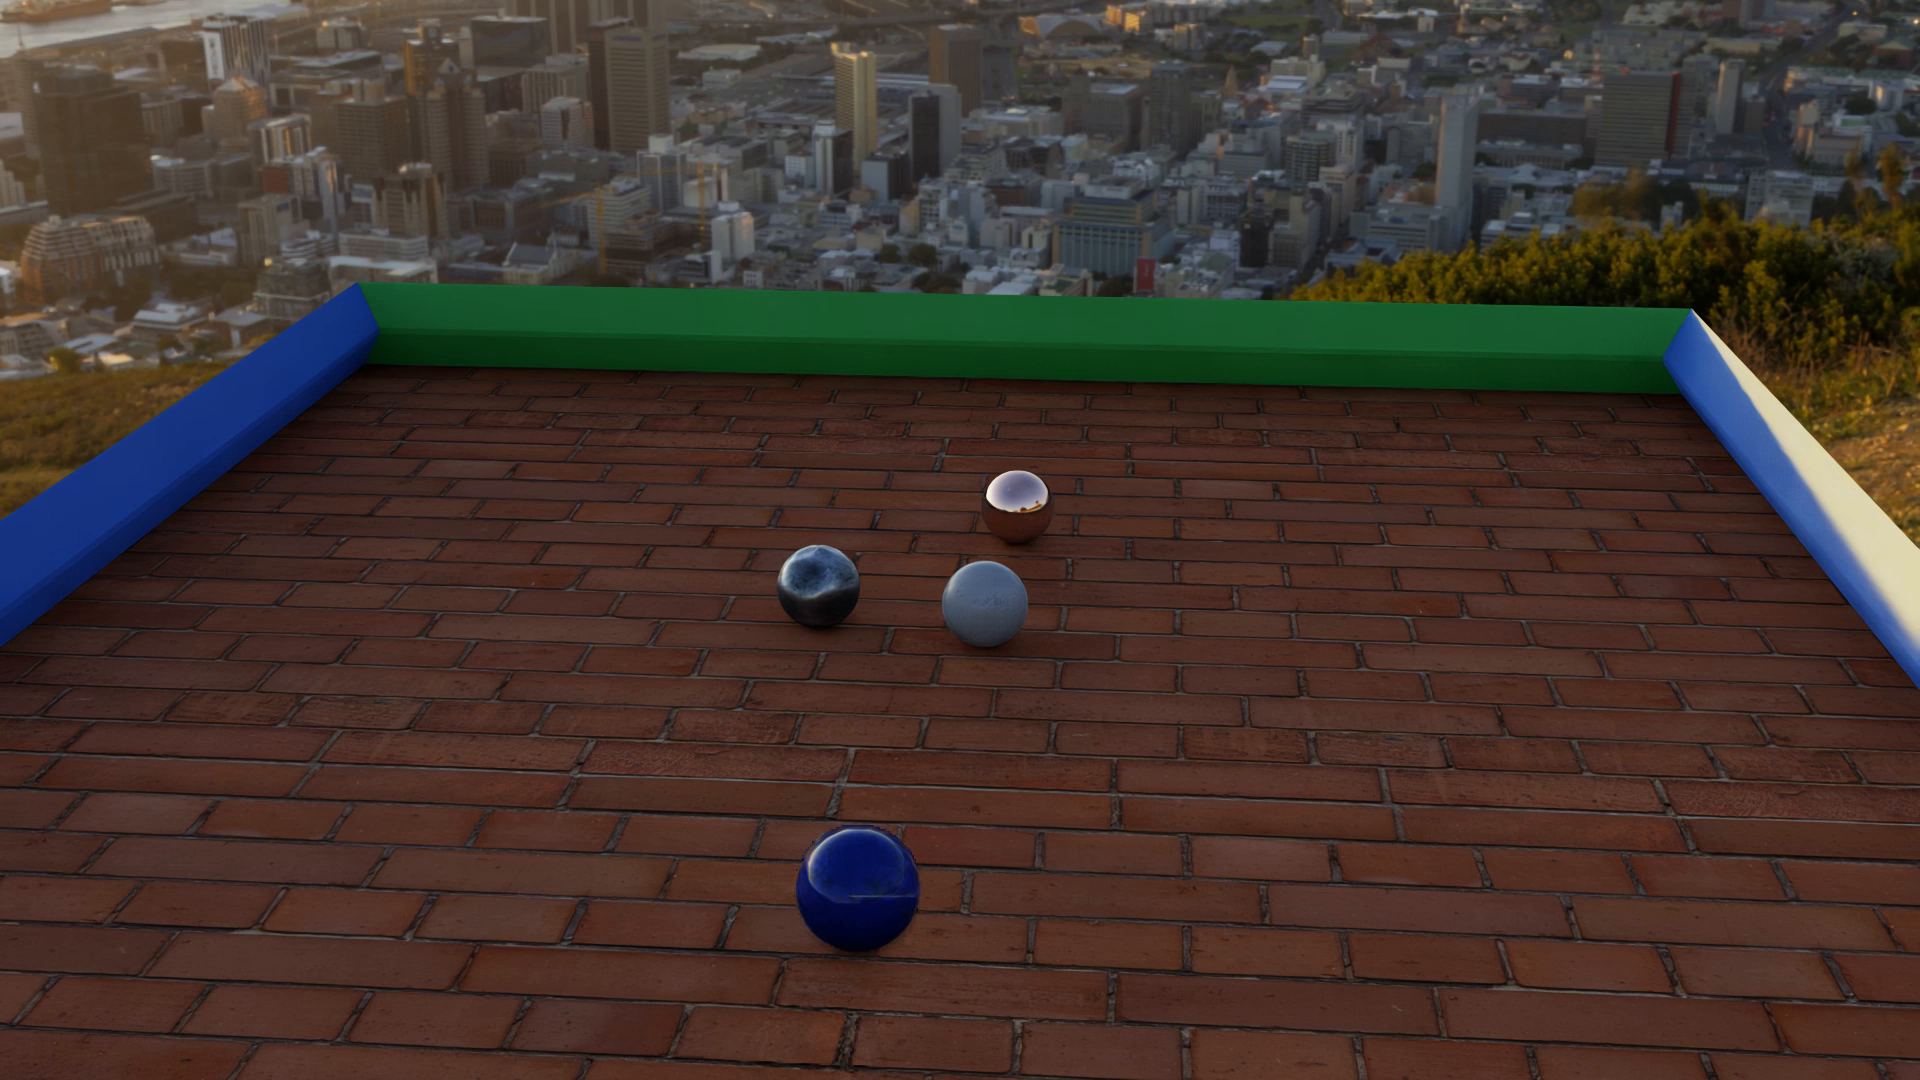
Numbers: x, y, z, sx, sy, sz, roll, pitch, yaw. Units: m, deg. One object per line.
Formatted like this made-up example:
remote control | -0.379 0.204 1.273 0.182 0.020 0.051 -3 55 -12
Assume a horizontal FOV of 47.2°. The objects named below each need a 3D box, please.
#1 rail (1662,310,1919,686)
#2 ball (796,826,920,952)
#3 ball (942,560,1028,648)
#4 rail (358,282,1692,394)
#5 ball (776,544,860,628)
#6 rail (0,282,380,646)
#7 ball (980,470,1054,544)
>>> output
rail | 0.900 0.297 1.637 0.045 0.127 3.391 2 20 5
ball | -0.081 0.276 1.740 0.098 0.098 0.098 0 20 0
ball | 0.026 0.068 2.327 0.092 0.092 0.092 0 20 0
rail | 0.070 -0.298 3.282 1.998 0.127 0.045 2 20 5
ball | -0.153 0.050 2.376 0.090 0.090 0.090 0 20 0
rail | -1.044 0.240 1.793 0.045 0.127 3.391 2 20 5
ball | 0.069 -0.040 2.630 0.088 0.088 0.088 0 20 0
